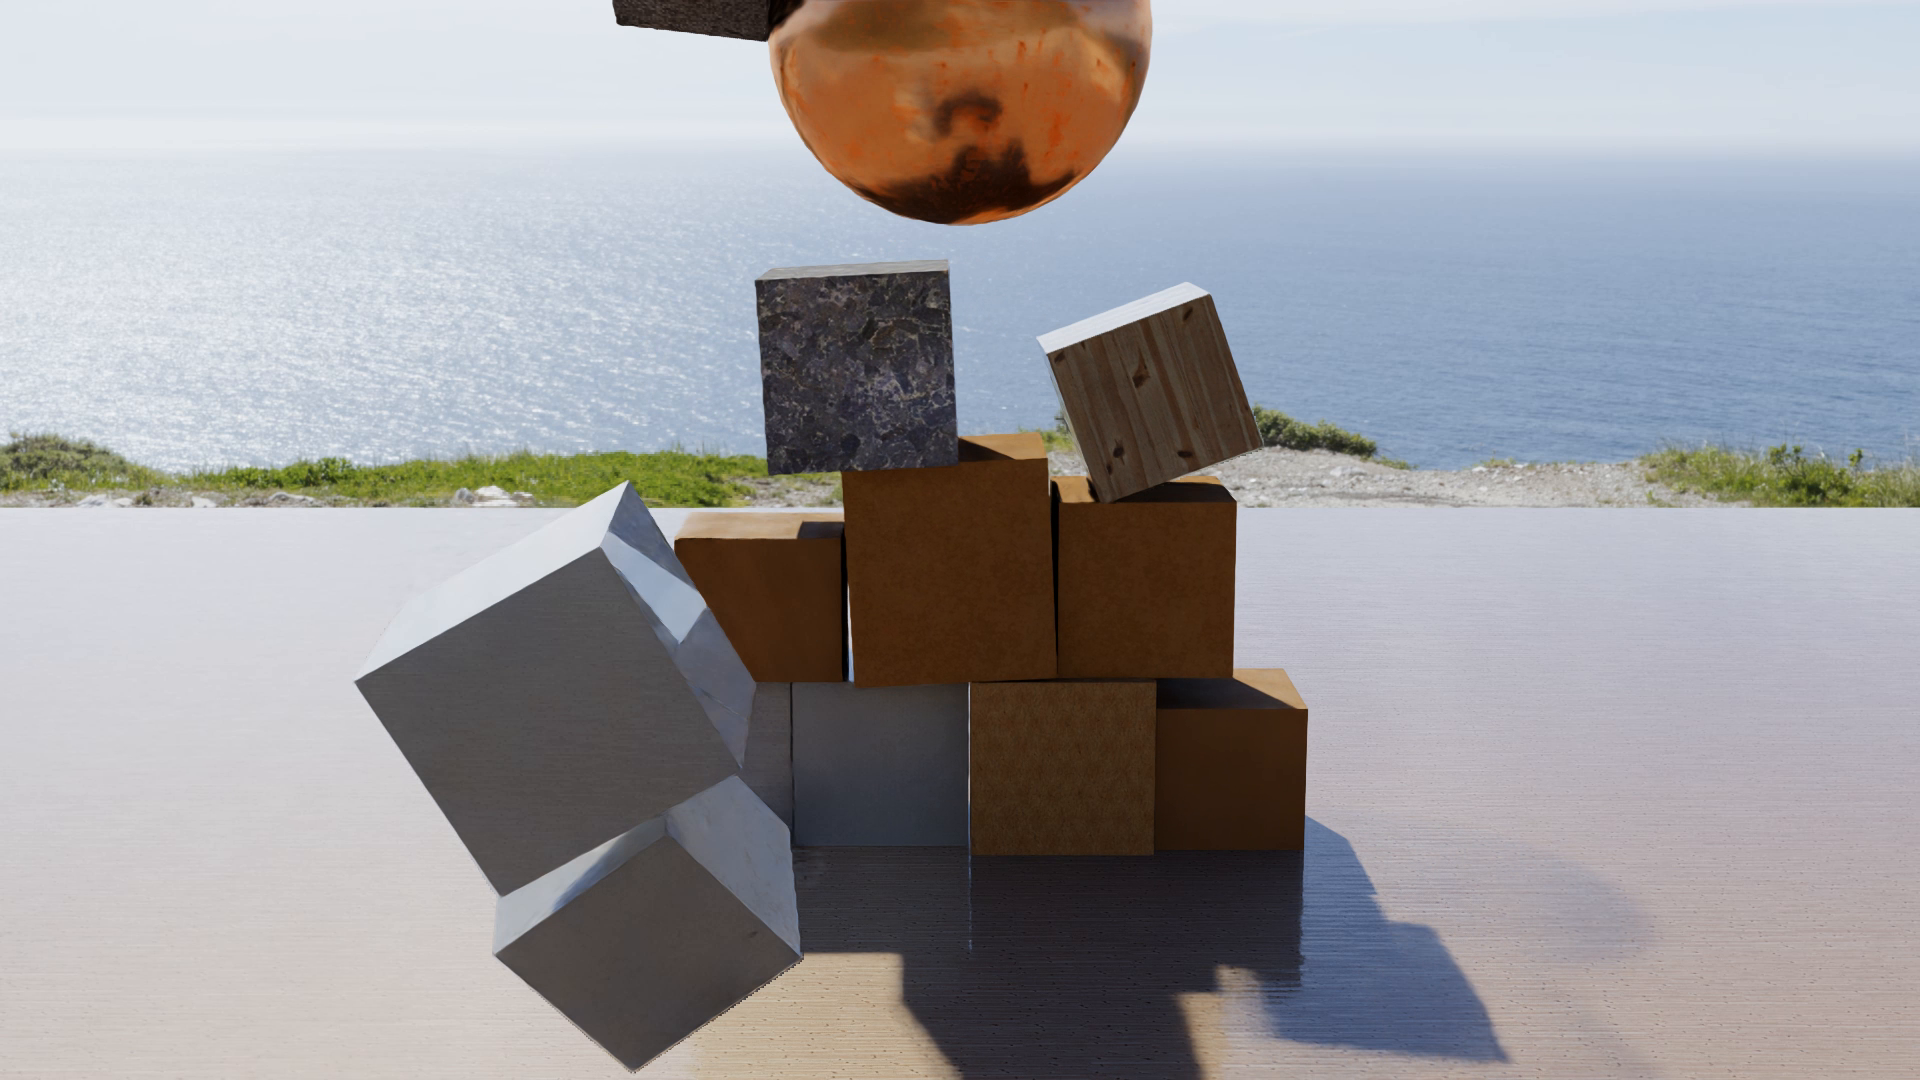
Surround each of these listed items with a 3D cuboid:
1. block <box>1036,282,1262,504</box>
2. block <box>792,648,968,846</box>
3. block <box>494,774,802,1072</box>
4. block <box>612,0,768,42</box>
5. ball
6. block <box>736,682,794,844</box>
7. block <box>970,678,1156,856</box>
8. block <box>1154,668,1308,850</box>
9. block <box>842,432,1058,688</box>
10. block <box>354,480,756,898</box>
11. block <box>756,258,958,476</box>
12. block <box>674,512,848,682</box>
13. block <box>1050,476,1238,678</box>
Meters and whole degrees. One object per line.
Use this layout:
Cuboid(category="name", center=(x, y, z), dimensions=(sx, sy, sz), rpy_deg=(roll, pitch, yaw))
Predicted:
Cuboid(category="block", center=(0.928, -0.750, 10.990), dimensions=(0.830, 0.784, 0.881), rpy_deg=(-20, 10, 2))
Cuboid(category="block", center=(-0.395, 1.055, 11.381), dimensions=(0.878, 0.852, 0.752), rpy_deg=(0, 10, 0))
Cuboid(category="block", center=(-1.124, 1.256, 7.947), dimensions=(0.772, 0.725, 0.766), rpy_deg=(-35, 28, 12))
Cuboid(category="block", center=(-1.089, -2.496, 9.116), dimensions=(0.644, 0.593, 0.620), rpy_deg=(6, -9, -3))
Cuboid(category="ball", center=(0.000, -2.113, 9.131), dimensions=(1.600, 1.600, 1.600), rpy_deg=(0, 10, 0))
Cuboid(category="block", center=(-1.285, 1.052, 11.385), dimensions=(0.879, 0.857, 0.729), rpy_deg=(0, 10, 0))
Cuboid(category="block", center=(0.508, 1.043, 11.366), dimensions=(0.909, 0.882, 1.023), rpy_deg=(0, 10, 0))
Cuboid(category="block", center=(1.348, 1.119, 11.372), dimensions=(0.752, 0.729, 0.846), rpy_deg=(0, 10, 0))
Cuboid(category="block", center=(-0.049, 0.081, 11.164), dimensions=(0.997, 1.092, 0.948), rpy_deg=(-3, 10, 0))
Cuboid(category="block", center=(-1.287, 0.468, 7.198), dimensions=(0.888, 0.844, 0.769), rpy_deg=(-28, 16, 7))
Cuboid(category="block", center=(-0.486, -0.880, 10.920), dimensions=(0.911, 0.929, 1.024), rpy_deg=(-3, 10, 0))
Cuboid(category="block", center=(-0.996, 0.282, 11.201), dimensions=(0.819, 0.724, 0.771), rpy_deg=(0, 10, -1))
Cuboid(category="block", center=(0.914, 0.173, 11.228), dimensions=(0.870, 0.879, 0.856), rpy_deg=(0, 10, 0))
